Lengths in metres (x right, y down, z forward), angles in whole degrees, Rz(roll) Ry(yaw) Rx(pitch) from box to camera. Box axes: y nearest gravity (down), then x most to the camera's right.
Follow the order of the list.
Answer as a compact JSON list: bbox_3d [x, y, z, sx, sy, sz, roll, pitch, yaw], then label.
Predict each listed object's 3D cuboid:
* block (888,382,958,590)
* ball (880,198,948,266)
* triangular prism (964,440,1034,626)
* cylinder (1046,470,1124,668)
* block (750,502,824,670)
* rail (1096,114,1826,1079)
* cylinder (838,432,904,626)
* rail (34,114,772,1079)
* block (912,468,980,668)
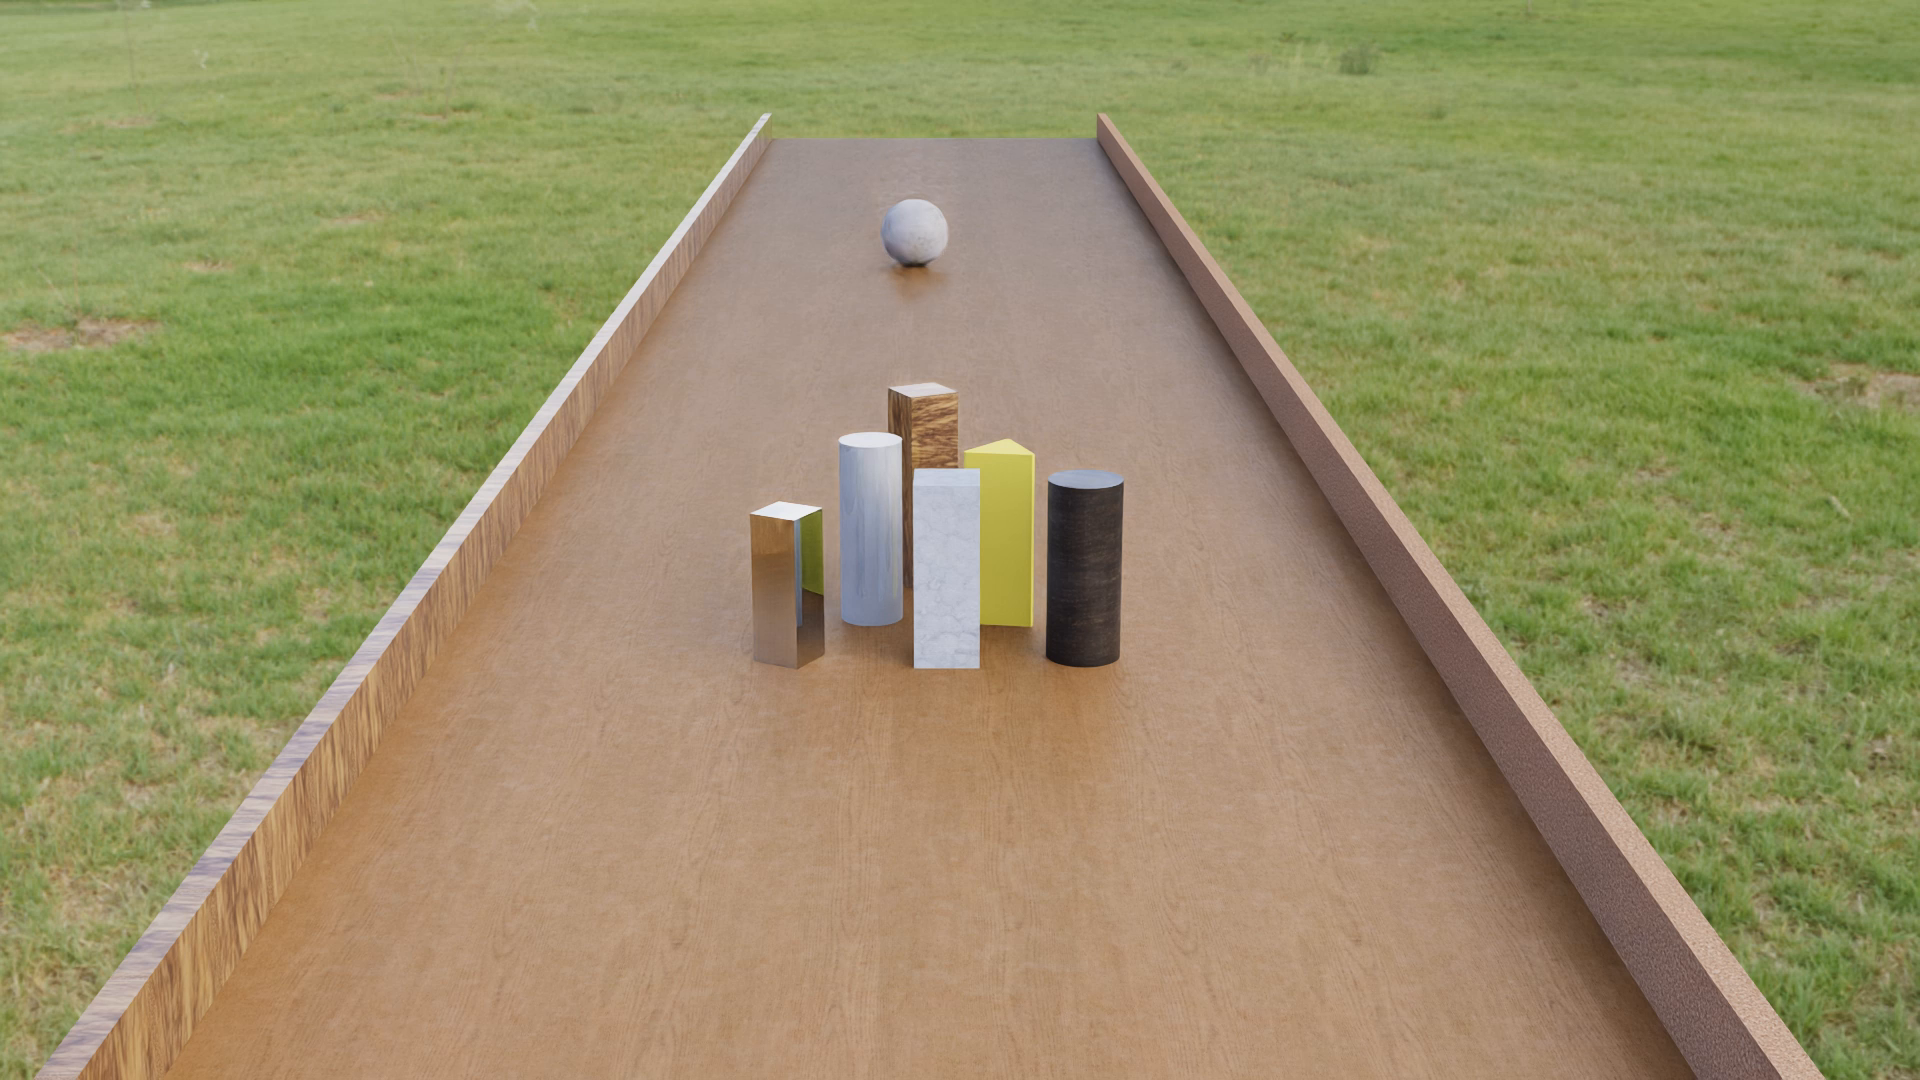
[{"bbox_3d":[-0.081,-0.120,4.870,0.114,0.434,0.114,-9,19,-27],"label":"block"},{"bbox_3d":[-0.185,-1.251,8.951,0.275,0.275,0.275,0,17,0],"label":"ball"},{"bbox_3d":[0.091,-0.018,4.634,0.144,0.372,0.125,3,17,9],"label":"triangular prism"},{"bbox_3d":[0.248,0.056,4.393,0.150,0.368,0.150,0,17,0],"label":"cylinder"},{"bbox_3d":[-0.343,0.090,4.385,0.103,0.308,0.103,9,19,27],"label":"block"},{"bbox_3d":[0.932,-0.844,7.801,0.050,0.150,12.000,0,17,-1],"label":"rail"},{"bbox_3d":[-0.187,-0.023,4.626,0.132,0.387,0.132,0,17,0],"label":"cylinder"},{"bbox_3d":[-1.118,-0.838,7.780,0.050,0.150,12.000,0,17,-1],"label":"rail"},{"bbox_3d":[-0.026,0.056,4.379,0.130,0.376,0.130,0,17,0],"label":"block"}]
